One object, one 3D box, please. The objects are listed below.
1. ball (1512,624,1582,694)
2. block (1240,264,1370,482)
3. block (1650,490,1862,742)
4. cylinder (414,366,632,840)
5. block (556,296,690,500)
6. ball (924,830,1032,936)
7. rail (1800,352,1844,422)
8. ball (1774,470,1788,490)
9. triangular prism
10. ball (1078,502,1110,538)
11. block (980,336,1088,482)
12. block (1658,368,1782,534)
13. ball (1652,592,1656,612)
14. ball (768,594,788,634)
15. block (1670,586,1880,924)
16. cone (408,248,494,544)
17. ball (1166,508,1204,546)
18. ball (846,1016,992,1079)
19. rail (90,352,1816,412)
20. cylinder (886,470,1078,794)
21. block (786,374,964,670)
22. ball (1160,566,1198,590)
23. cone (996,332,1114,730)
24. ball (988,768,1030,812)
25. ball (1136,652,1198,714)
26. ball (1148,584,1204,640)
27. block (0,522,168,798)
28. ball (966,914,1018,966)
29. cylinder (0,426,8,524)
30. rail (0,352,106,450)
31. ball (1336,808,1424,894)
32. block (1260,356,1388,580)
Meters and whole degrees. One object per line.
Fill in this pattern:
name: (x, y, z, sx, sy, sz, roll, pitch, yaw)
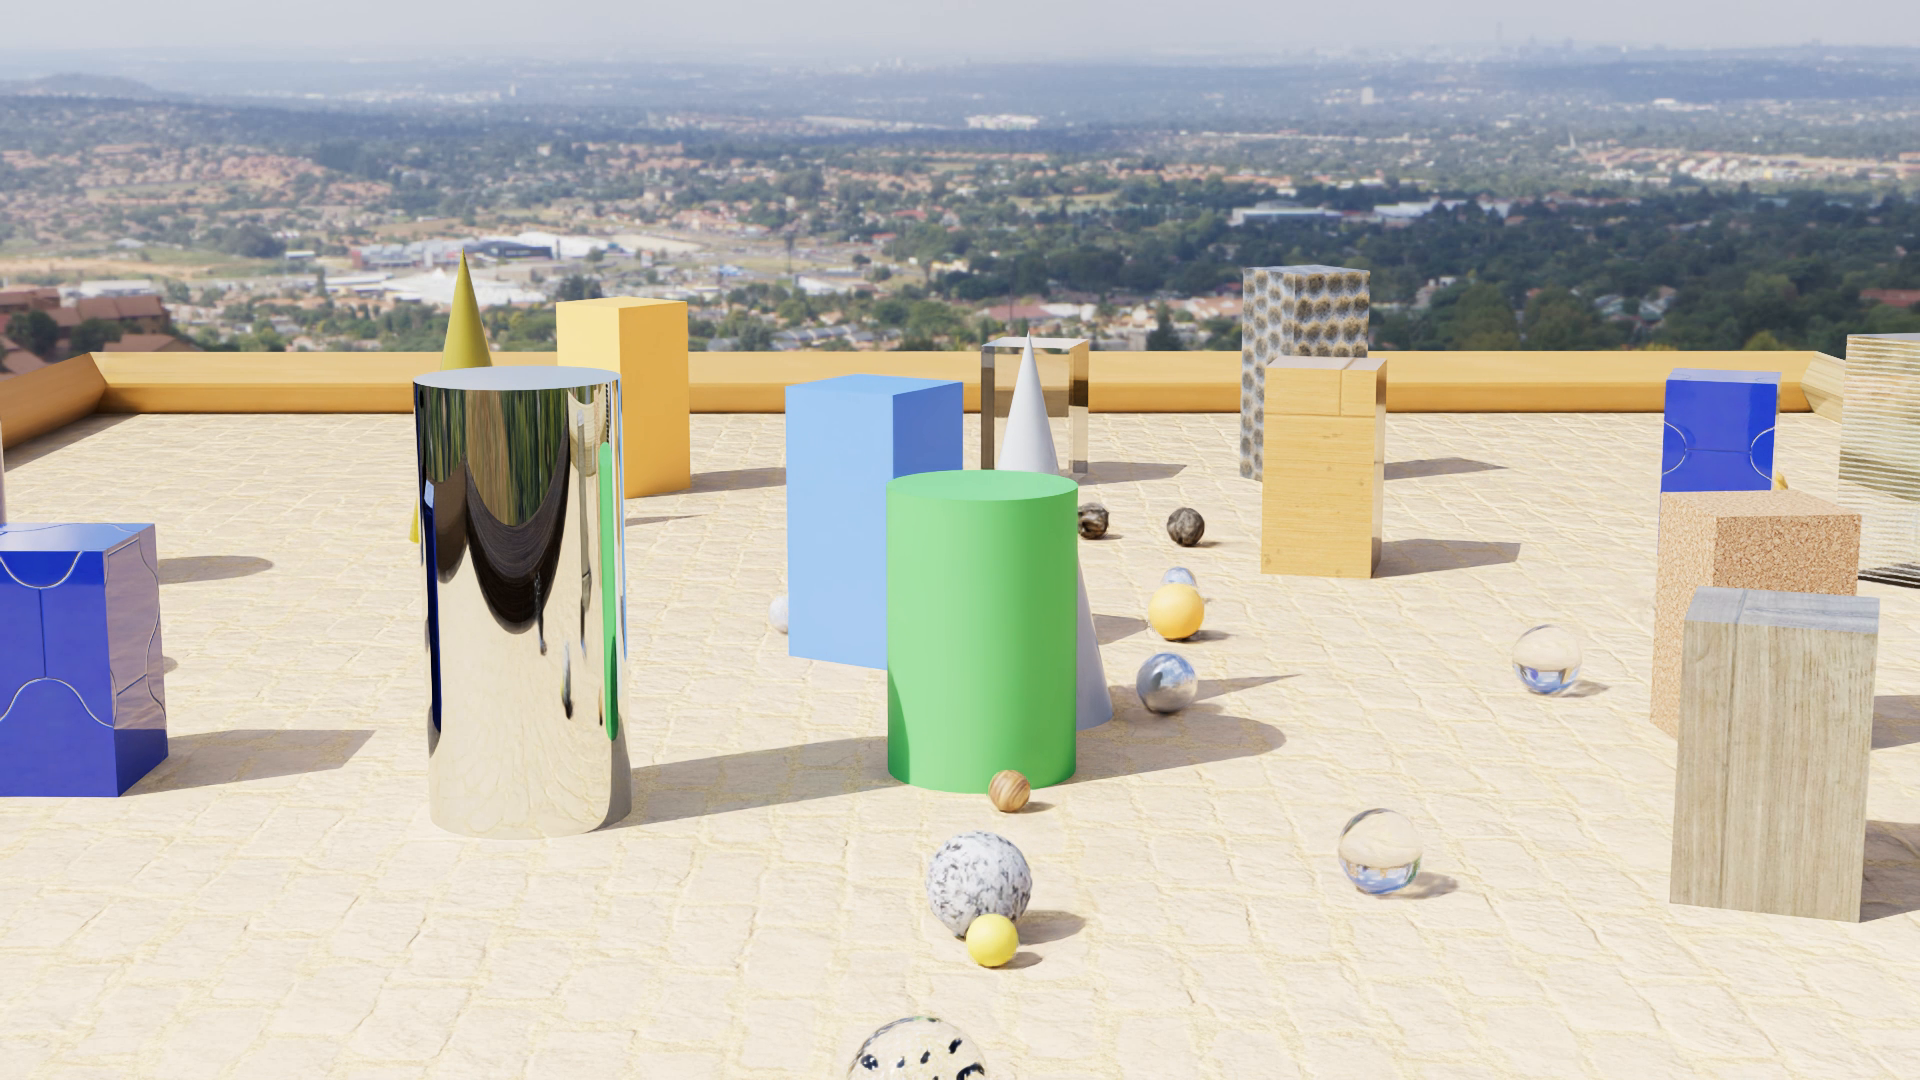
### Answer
ball: (0.689, 0.140, 3.010, 0.081, 0.081, 0.081, 0, 10, 0)
block: (0.608, -0.291, 4.534, 0.158, 0.373, 0.158, -5, 12, -27)
block: (0.861, 0.089, 2.788, 0.158, 0.261, 0.158, -1, 11, -6)
cylinder: (-0.424, 0.056, 2.500, 0.198, 0.431, 0.198, 0, 10, 0)
block: (-0.581, -0.249, 4.436, 0.158, 0.325, 0.158, 9, 14, 40)
ball: (0.016, 0.291, 2.167, 0.090, 0.090, 0.090, 0, 10, 0)
rail: (1.802, 0.031, 3.459, 0.045, 0.128, 4.037, 0, 10, 0)
ball: (1.289, -0.077, 4.143, 0.093, 0.093, 0.093, 0, 10, 0)
triangular prism: (1.371, -0.117, 3.662, 0.148, 0.348, 0.171, -9, 14, -41)
ball: (0.204, -0.030, 3.994, 0.057, 0.057, 0.057, 0, 10, 0)
block: (0.134, -0.230, 4.557, 0.158, 0.243, 0.158, 3, 11, 15)
block: (1.150, -0.116, 3.883, 0.158, 0.266, 0.158, 4, 11, 19)
ball: (0.937, 0.084, 3.343, 0.069, 0.069, 0.069, 0, 10, 0)
ball: (-0.224, 0.096, 3.329, 0.050, 0.050, 0.050, 0, 10, 0)
block: (0.726, 0.186, 2.282, 0.158, 0.255, 0.158, 4, 11, 20)
cone: (-0.763, -0.229, 3.979, 0.198, 0.452, 0.198, 0, 10, 0)
ball: (0.346, -0.020, 3.932, 0.059, 0.059, 0.059, 0, 10, 0)
ball: (-0.028, 0.369, 1.720, 0.099, 0.099, 0.099, 0, 10, 0)
rail: (-0.011, -0.330, 5.410, 3.651, 0.128, 0.045, 0, 10, 0)
cylinder: (0.023, 0.091, 2.666, 0.198, 0.301, 0.198, 0, 10, 0)
block: (-0.105, -0.026, 3.198, 0.158, 0.338, 0.158, 7, 12, 32)
ball: (0.301, 0.061, 3.519, 0.050, 0.050, 0.050, 0, 10, 0)
cone: (0.076, -0.018, 2.884, 0.198, 0.437, 0.198, 0, 10, 0)
ball: (0.049, 0.247, 2.536, 0.042, 0.042, 0.042, 0, 10, 0)
ball: (0.234, 0.163, 2.915, 0.070, 0.070, 0.070, 0, 10, 0)
ball: (0.277, 0.092, 3.290, 0.073, 0.073, 0.073, 0, 10, 0)
block: (-0.926, 0.121, 2.640, 0.158, 0.253, 0.158, 0, 10, 1)
ball: (0.026, 0.327, 2.101, 0.043, 0.043, 0.043, 0, 10, 0)
cylinder: (-1.431, -0.128, 3.553, 0.198, 0.410, 0.198, 0, 10, 0)
rail: (-1.802, 0.035, 3.439, 0.045, 0.128, 4.037, 0, 10, 0)
ball: (0.374, 0.277, 2.283, 0.076, 0.076, 0.076, 0, 10, 0)
block: (0.533, -0.109, 3.748, 0.158, 0.301, 0.158, 3, 11, 14)
